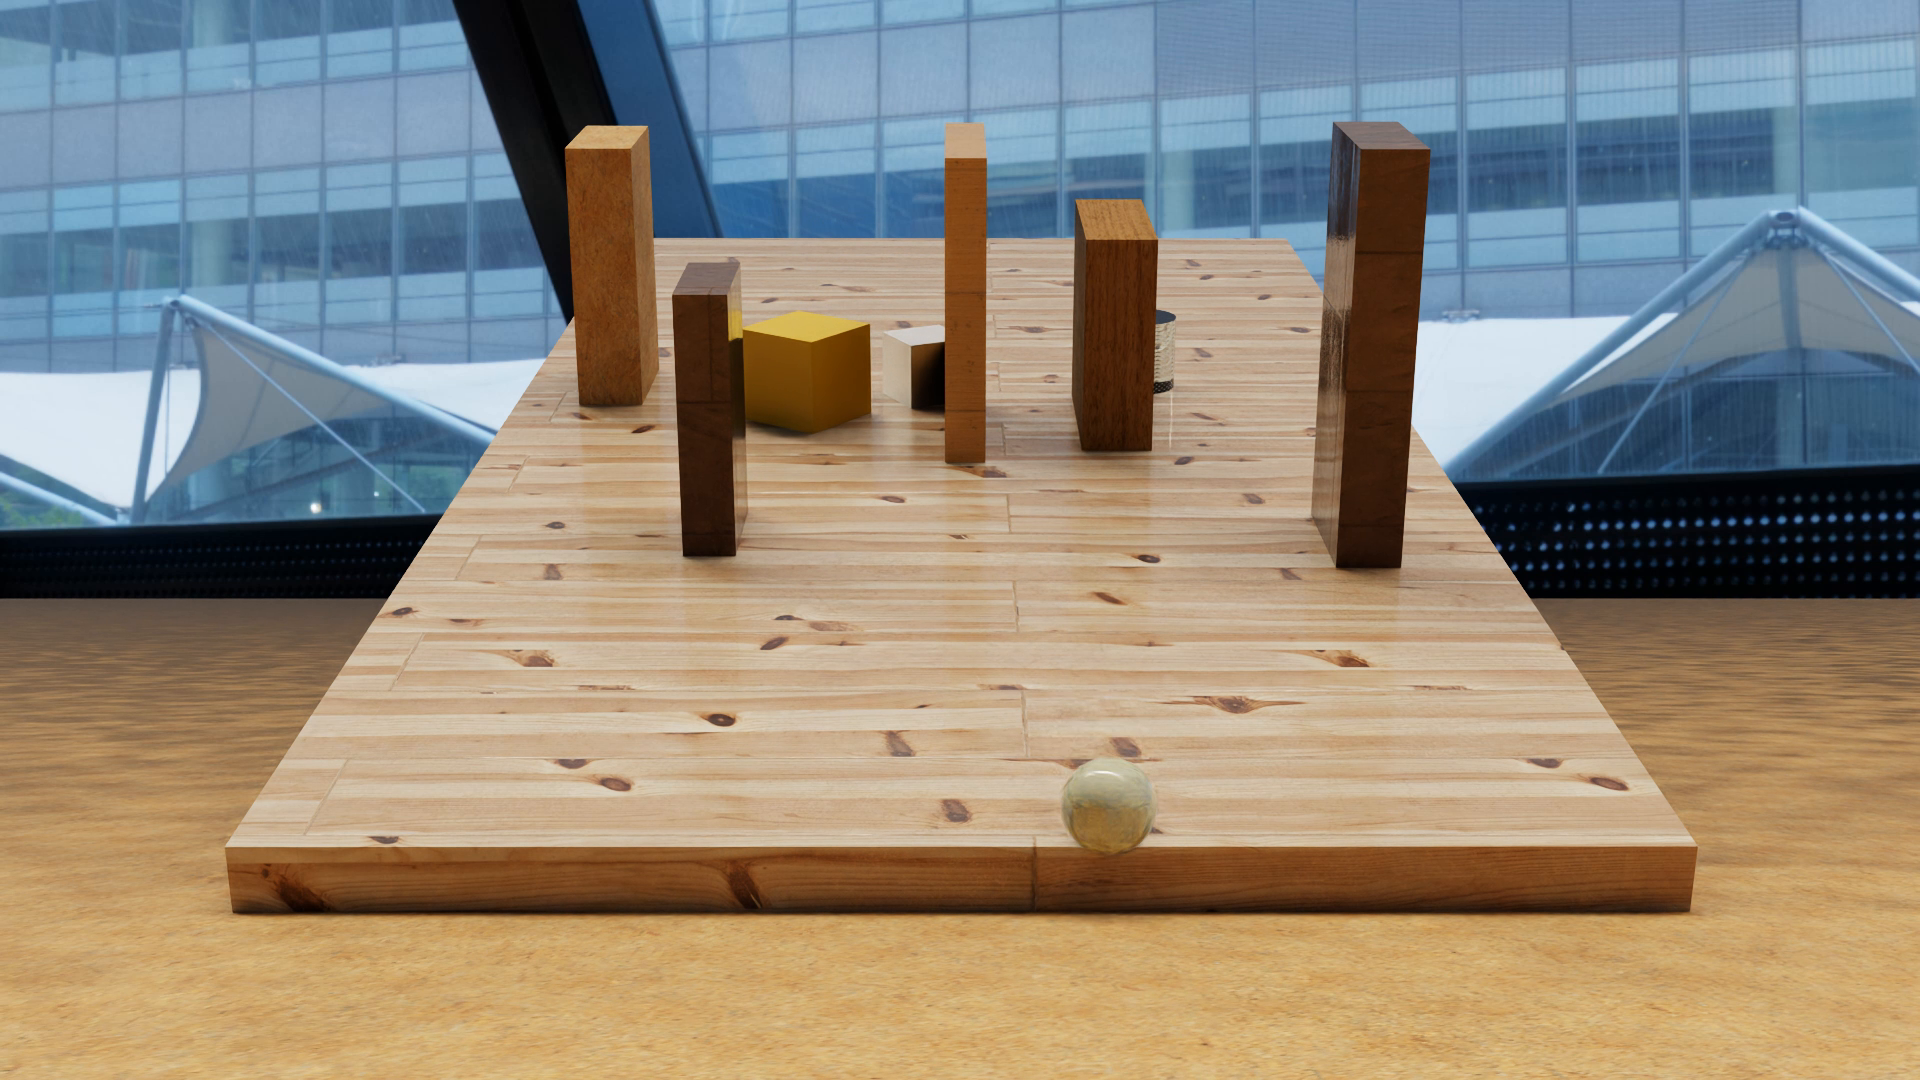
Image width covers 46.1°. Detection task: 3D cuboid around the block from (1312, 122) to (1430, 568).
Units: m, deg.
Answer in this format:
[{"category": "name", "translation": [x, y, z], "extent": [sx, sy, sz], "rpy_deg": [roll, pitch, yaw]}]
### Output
[{"category": "block", "translation": [0.743, -0.358, 4.121], "extent": [0.119, 0.761, 0.300], "rpy_deg": [0, 19, 0]}]

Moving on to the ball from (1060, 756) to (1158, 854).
[{"category": "ball", "translation": [0.200, 0.357, 3.037], "extent": [0.131, 0.131, 0.131], "rpy_deg": [0, -1, 0]}]

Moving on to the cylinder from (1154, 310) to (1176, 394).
[{"category": "cylinder", "translation": [0.417, -0.439, 5.246], "extent": [0.164, 0.164, 0.164], "rpy_deg": [0, 19, 0]}]

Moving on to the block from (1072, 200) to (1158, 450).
[{"category": "block", "translation": [0.332, -0.475, 4.915], "extent": [0.148, 0.453, 0.437], "rpy_deg": [0, 19, 0]}]

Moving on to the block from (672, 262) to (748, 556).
[{"category": "block", "translation": [-0.462, -0.246, 4.203], "extent": [0.098, 0.492, 0.264], "rpy_deg": [0, 19, 0]}]

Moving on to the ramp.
[{"category": "ramp", "translation": [-0.005, -0.202, 4.968], "extent": [2.000, 0.100, 4.000], "rpy_deg": [0, 19, 0]}]

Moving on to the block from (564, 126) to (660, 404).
[{"category": "block", "translation": [-0.790, -0.631, 5.161], "extent": [0.143, 0.579, 0.311], "rpy_deg": [0, 19, 0]}]

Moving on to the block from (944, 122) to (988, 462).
[{"category": "block", "translation": [0.010, -0.534, 4.807], "extent": [0.084, 0.635, 0.444], "rpy_deg": [0, 19, 0]}]

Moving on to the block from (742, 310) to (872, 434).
[{"category": "block", "translation": [-0.341, -0.374, 4.996], "extent": [0.205, 0.205, 0.205], "rpy_deg": [14, 23, 33]}]

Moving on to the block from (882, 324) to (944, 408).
[{"category": "block", "translation": [-0.079, -0.397, 5.152], "extent": [0.146, 0.146, 0.146], "rpy_deg": [-10, 22, -26]}]
